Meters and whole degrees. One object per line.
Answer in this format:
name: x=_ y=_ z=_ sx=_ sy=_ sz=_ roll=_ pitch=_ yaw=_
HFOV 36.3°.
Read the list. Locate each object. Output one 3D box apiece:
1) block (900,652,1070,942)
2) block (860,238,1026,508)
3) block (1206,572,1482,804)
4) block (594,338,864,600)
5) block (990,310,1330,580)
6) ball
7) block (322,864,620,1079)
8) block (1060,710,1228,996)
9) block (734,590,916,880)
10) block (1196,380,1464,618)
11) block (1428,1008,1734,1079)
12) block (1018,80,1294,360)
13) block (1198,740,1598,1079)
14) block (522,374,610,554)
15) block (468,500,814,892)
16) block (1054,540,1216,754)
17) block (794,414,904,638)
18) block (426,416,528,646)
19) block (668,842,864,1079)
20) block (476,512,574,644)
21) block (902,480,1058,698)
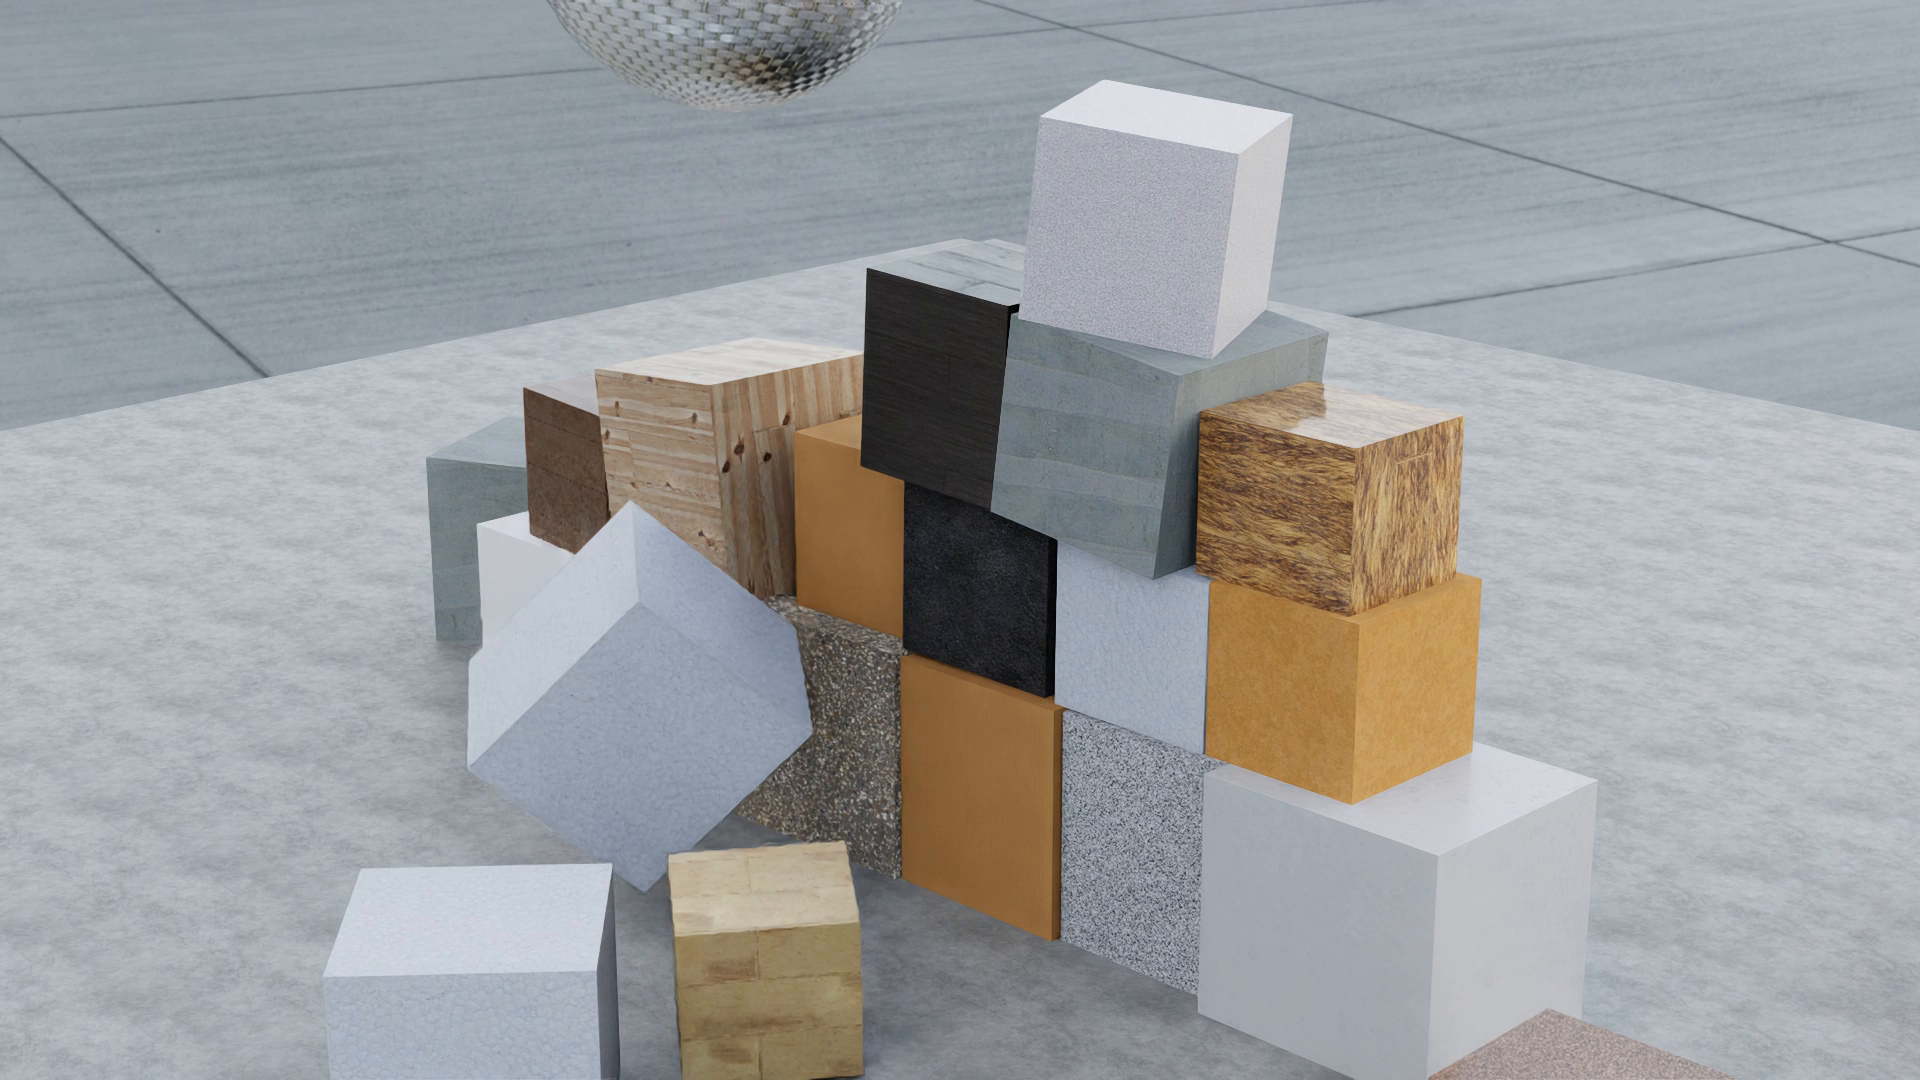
block: x=0.402 y=1.038 z=13.254 sx=0.948 sy=1.072 sz=0.943 roll=-17 pitch=24 yaw=-42
block: x=0.159 y=-0.738 z=12.810 sx=0.814 sy=0.901 sz=0.829 roll=19 pitch=25 yaw=39
block: x=1.554 y=0.518 z=11.904 sx=0.801 sy=0.749 sz=0.751 roll=-17 pitch=24 yaw=-42
block: x=-1.055 y=-0.354 z=14.215 sx=0.937 sy=1.051 sz=1.004 roll=-14 pitch=16 yaw=-36
block: x=0.833 y=-0.495 z=12.278 sx=0.883 sy=0.875 sz=1.011 roll=24 pitch=28 yaw=37
ball: x=-0.926 y=-2.498 z=11.587 sx=1.600 sy=1.600 sz=1.600 roll=0 pitch=17 yaw=0
block: x=-1.810 y=1.828 z=11.053 sx=0.970 sy=0.884 sz=0.951 roll=-1 pitch=17 yaw=-3
block: x=1.062 y=1.236 z=12.639 sx=0.885 sy=1.063 sz=0.880 roll=-17 pitch=24 yaw=-42
block: x=-0.354 y=0.812 z=13.943 sx=1.118 sy=1.090 sz=0.966 roll=16 pitch=24 yaw=42
block: x=1.478 y=-0.181 z=11.748 sx=0.697 sy=0.678 sz=0.779 roll=-17 pitch=24 yaw=-42
block: x=2.152 y=2.186 z=10.251 sx=0.760 sy=0.683 sz=0.745 roll=16 pitch=24 yaw=41
block: x=0.805 y=-1.329 z=12.026 sx=0.829 sy=0.847 sz=0.789 roll=13 pitch=24 yaw=18
block: x=1.769 y=1.458 z=11.933 sx=1.067 sy=1.062 sz=1.156 roll=-17 pitch=24 yaw=-42
block: x=-1.651 y=-0.392 z=14.941 sx=0.837 sy=0.781 sz=0.763 roll=-13 pitch=22 yaw=-36
block: x=-1.423 y=0.687 z=12.927 sx=1.008 sy=1.084 sz=0.902 roll=39 pitch=16 yaw=-25
block: x=0.974 y=0.356 z=12.424 sx=0.818 sy=0.735 sz=0.783 roll=17 pitch=24 yaw=41
block: x=-0.223 y=-0.099 z=13.627 sx=0.775 sy=0.839 sz=0.761 roll=16 pitch=24 yaw=42
block: x=-2.319 y=-0.020 z=16.611 sx=1.015 sy=1.078 sz=0.913 roll=6 pitch=19 yaw=19
block: x=-0.774 y=1.682 z=11.634 sx=0.711 sy=0.718 sz=0.590 roll=-4 pitch=26 yaw=-7
block: x=-1.783 y=0.417 z=15.342 sx=0.937 sy=1.005 sz=1.134 roll=-17 pitch=24 yaw=-42
block: x=0.316 y=0.115 z=13.013 sx=0.861 sy=0.815 sz=0.742 roll=18 pitch=25 yaw=41
